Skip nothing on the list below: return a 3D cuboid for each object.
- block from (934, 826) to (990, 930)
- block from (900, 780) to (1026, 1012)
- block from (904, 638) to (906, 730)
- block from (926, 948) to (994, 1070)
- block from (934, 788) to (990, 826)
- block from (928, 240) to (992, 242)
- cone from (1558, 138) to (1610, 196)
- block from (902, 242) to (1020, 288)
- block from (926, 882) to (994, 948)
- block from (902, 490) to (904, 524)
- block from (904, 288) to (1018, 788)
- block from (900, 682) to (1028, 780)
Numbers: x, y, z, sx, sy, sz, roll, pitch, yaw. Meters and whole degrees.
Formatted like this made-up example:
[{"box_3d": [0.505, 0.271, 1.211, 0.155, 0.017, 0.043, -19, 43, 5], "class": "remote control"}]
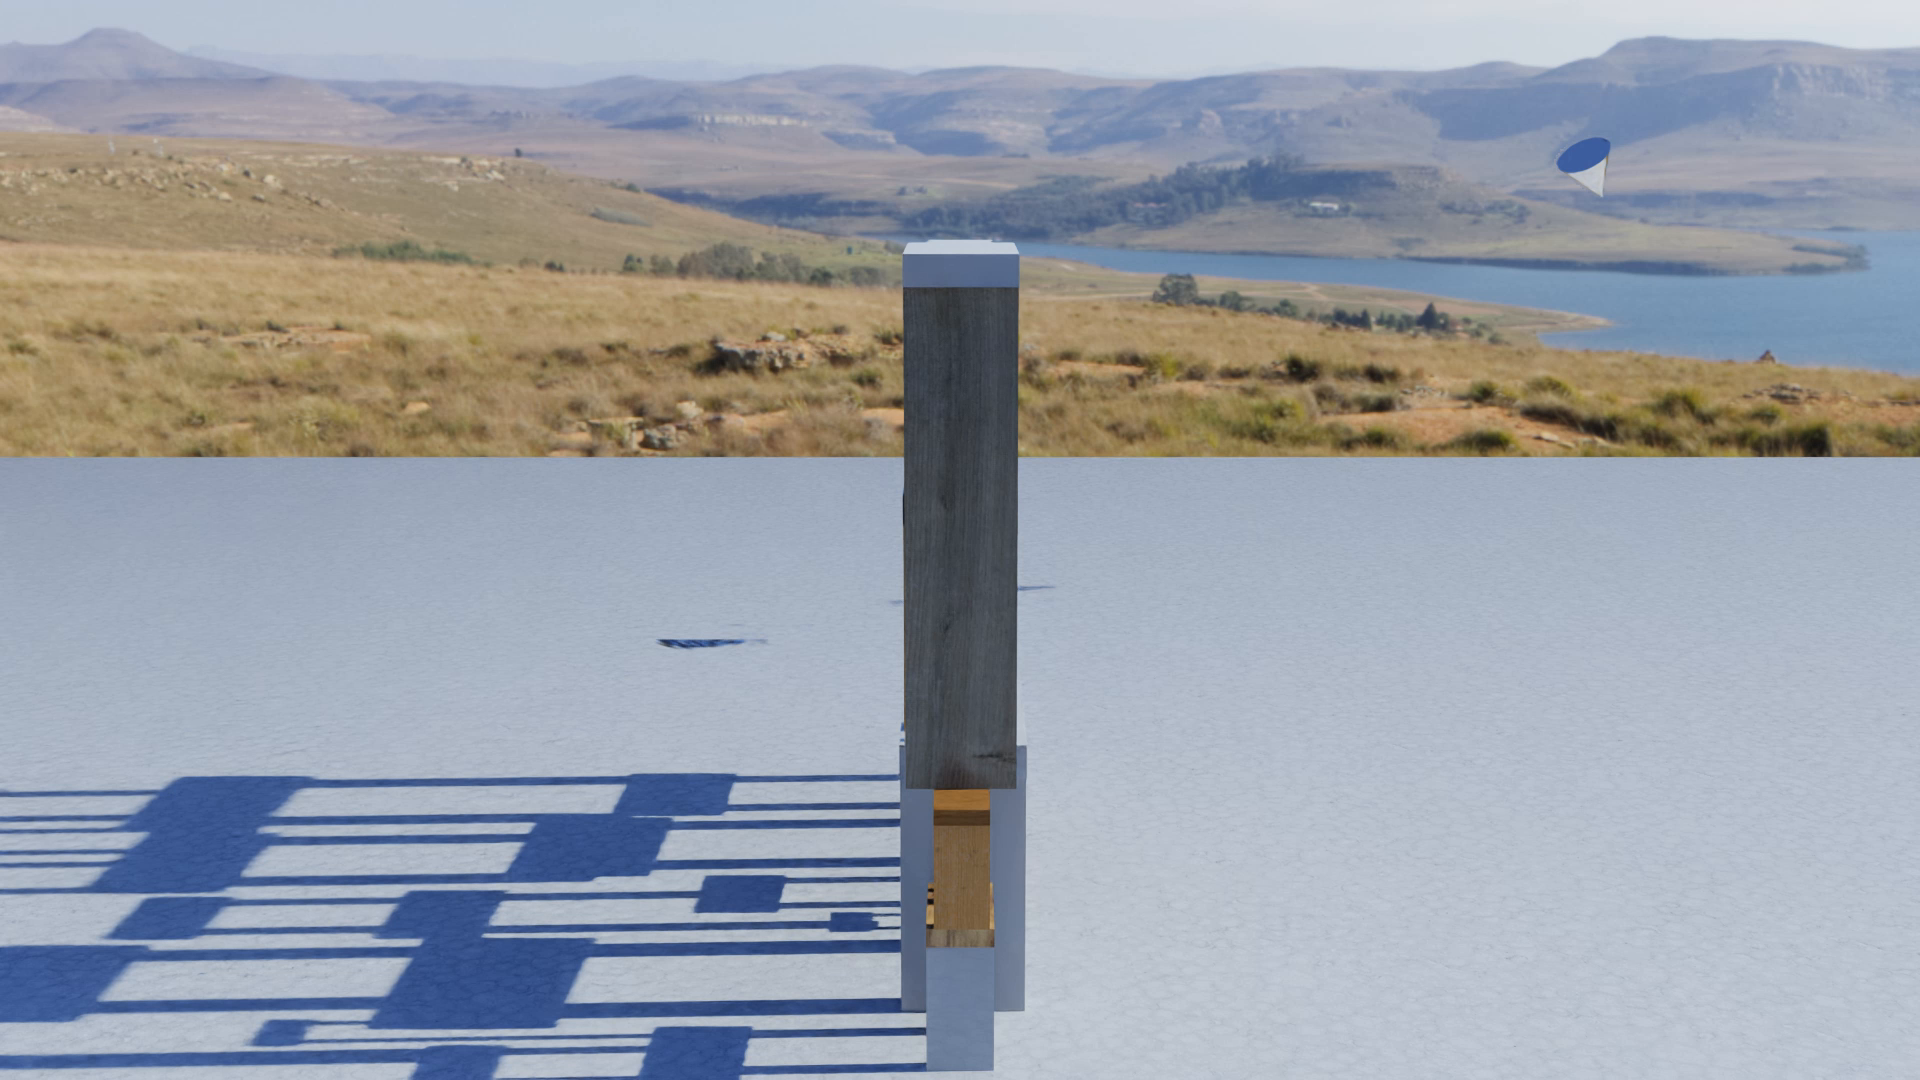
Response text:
[{"box_3d": [0.002, 0.442, 2.916, 0.074, 0.149, 0.021, 0, 11, 0], "class": "block"}, {"box_3d": [0.004, 0.501, 3.170, 0.179, 0.357, 0.051, 0, 11, 0], "class": "block"}, {"box_3d": [-0.004, 0.118, 3.141, 0.152, 0.304, 0.043, 0, 11, 0], "class": "block"}, {"box_3d": [0.000, 0.626, 2.973, 0.091, 0.183, 0.026, 0, 11, 0], "class": "block"}, {"box_3d": [0.002, 0.350, 2.949, 0.074, 0.021, 0.148, 0, 11, 0], "class": "block"}, {"box_3d": [0.000, -0.527, 4.025, 0.118, 0.033, 0.236, 0, 10, 0], "class": "block"}, {"box_3d": [1.543, -0.886, 5.360, 0.133, 0.133, 0.133, -24, 34, 17], "class": "cone"}, {"box_3d": [0.001, -0.372, 2.958, 0.149, 0.042, 0.299, 0, 11, 0], "class": "block"}, {"box_3d": [0.000, 0.513, 3.014, 0.091, 0.026, 0.183, 0, 11, 0], "class": "block"}, {"box_3d": [-0.004, -0.071, 3.209, 0.152, 0.043, 0.304, 0, 11, 0], "class": "block"}, {"box_3d": [0.001, 0.000, 2.926, 0.149, 0.676, 0.042, 0, 11, 0], "class": "block"}, {"box_3d": [0.005, 0.279, 3.250, 0.179, 0.051, 0.357, 0, 11, 0], "class": "block"}]
